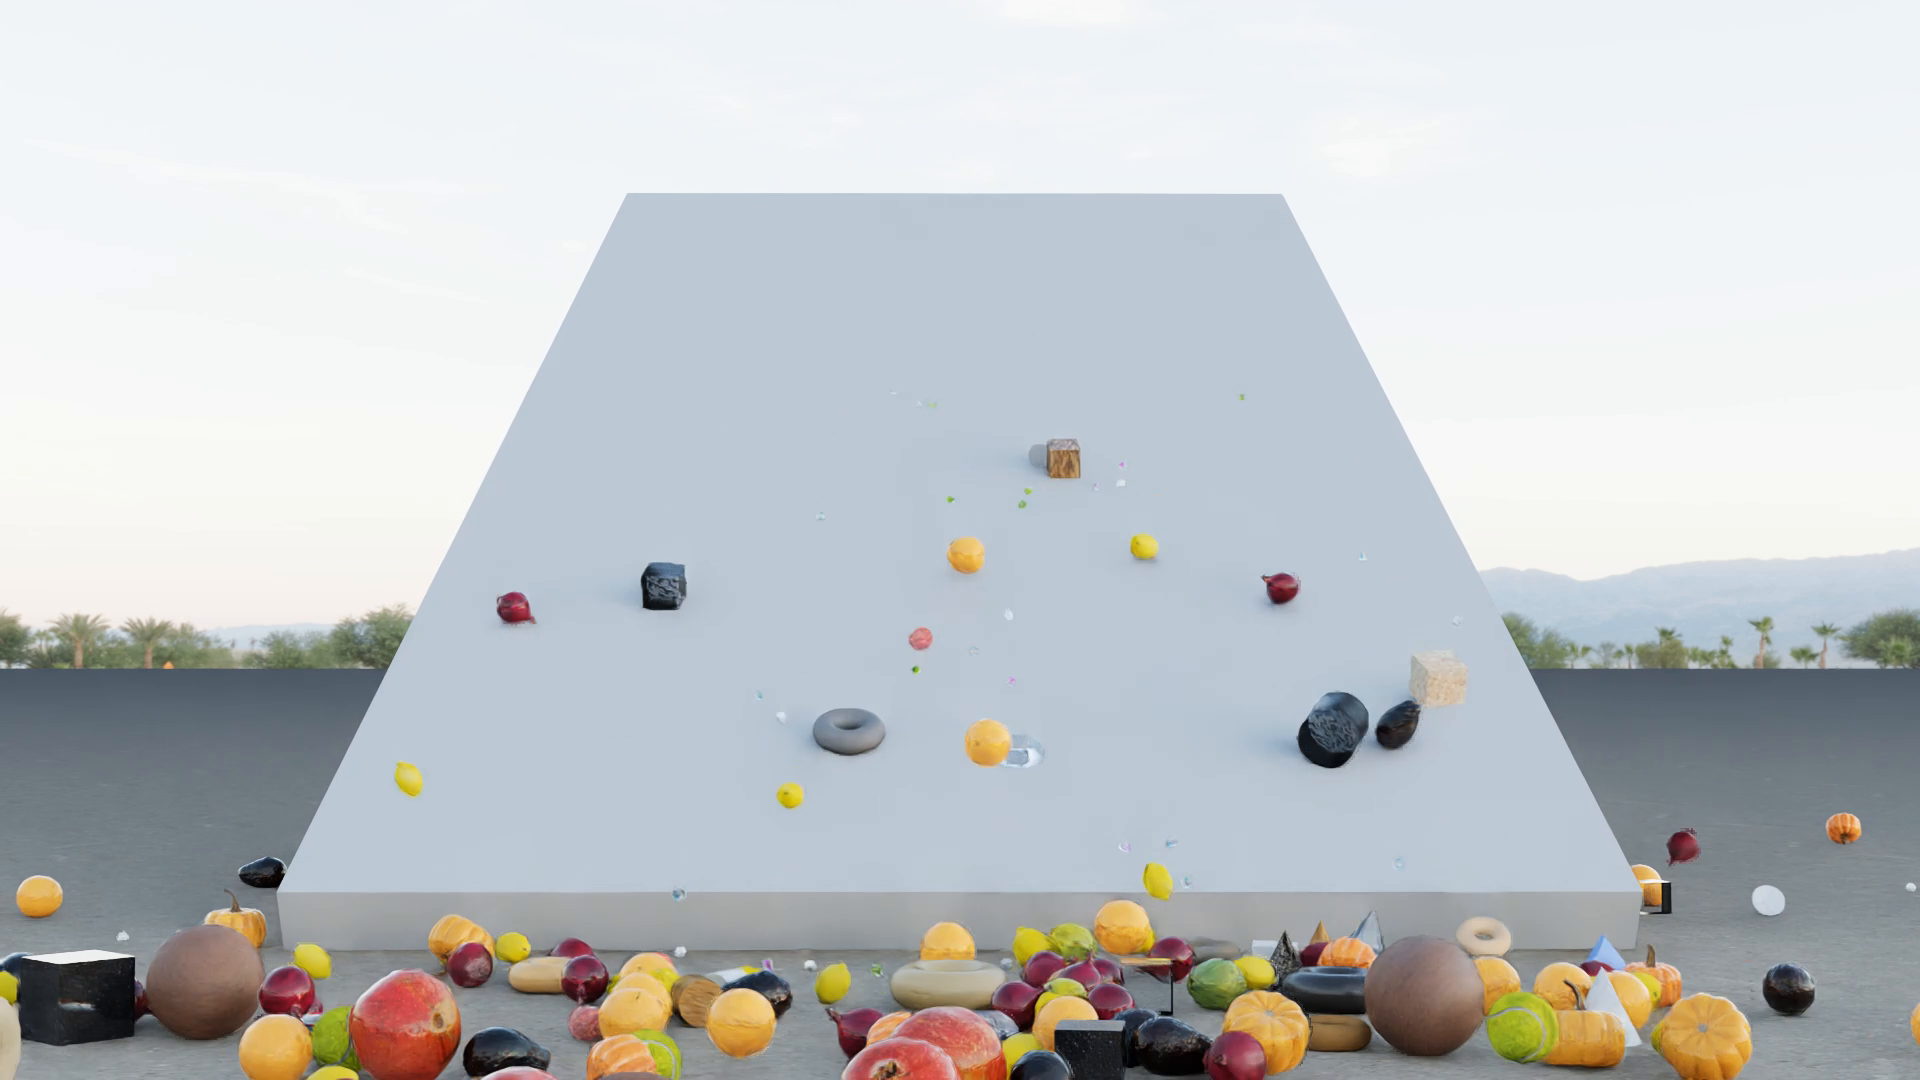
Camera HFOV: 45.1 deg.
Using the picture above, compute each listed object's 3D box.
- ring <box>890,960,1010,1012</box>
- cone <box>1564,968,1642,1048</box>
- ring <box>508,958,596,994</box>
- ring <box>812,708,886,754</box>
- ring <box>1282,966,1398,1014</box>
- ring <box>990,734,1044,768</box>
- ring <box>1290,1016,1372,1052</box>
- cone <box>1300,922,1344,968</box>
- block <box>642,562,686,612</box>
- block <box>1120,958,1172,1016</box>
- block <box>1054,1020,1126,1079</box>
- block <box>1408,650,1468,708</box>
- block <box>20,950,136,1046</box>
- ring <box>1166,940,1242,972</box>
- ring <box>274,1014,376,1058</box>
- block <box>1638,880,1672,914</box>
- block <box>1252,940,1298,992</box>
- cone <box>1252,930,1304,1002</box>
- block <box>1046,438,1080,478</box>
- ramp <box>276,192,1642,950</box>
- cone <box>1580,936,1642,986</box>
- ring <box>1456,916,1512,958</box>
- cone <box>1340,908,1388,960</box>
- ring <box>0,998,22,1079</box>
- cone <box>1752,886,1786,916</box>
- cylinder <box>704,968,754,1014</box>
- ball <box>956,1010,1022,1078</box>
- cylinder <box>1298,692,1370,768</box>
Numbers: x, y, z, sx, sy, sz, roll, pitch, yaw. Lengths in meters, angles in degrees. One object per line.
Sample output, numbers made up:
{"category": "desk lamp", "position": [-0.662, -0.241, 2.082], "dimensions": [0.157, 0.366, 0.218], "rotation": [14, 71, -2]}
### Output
{"category": "ring", "position": [-0.013, 0.553, 2.873], "dimensions": [0.148, 0.049, 0.148], "rotation": [0, -2, 0]}
{"category": "cone", "position": [0.723, 0.522, 2.604], "dimensions": [0.084, 0.084, 0.084], "rotation": [0, -3, 0]}
{"category": "ring", "position": [-0.531, 0.567, 3.012], "dimensions": [0.114, 0.038, 0.114], "rotation": [1, -3, 0]}
{"category": "ring", "position": [-0.183, 0.314, 3.806], "dimensions": [0.120, 0.040, 0.120], "rotation": [1, 23, -1]}
{"category": "ring", "position": [0.468, 0.554, 2.850], "dimensions": [0.141, 0.047, 0.141], "rotation": [0, -4, 0]}
{"category": "ring", "position": [0.093, 0.342, 3.754], "dimensions": [0.088, 0.029, 0.088], "rotation": [1, 23, 0]}
{"category": "ring", "position": [0.411, 0.547, 2.564], "dimensions": [0.089, 0.030, 0.089], "rotation": [-1, -2, 0]}
{"category": "cone", "position": [0.484, 0.551, 3.106], "dimensions": [0.079, 0.079, 0.079], "rotation": [0, -3, 0]}
{"category": "block", "position": [-0.550, 0.086, 4.301], "dimensions": [0.066, 0.066, 0.066], "rotation": [3, 23, 7]}
{"category": "block", "position": [0.227, 0.545, 2.819], "dimensions": [0.061, 0.061, 0.061], "rotation": [0, -3, 2]}
{"category": "block", "position": [0.129, 0.514, 2.293], "dimensions": [0.066, 0.066, 0.066], "rotation": [0, -3, 7]}
{"category": "block", "position": [0.816, 0.237, 3.949], "dimensions": [0.071, 0.071, 0.071], "rotation": [-5, 24, -12]}
{"category": "block", "position": [-1.004, 0.520, 2.631], "dimensions": [0.091, 0.091, 0.091], "rotation": [-3, -4, 42]}
{"category": "ring", "position": [0.338, 0.577, 3.211], "dimensions": [0.106, 0.035, 0.106], "rotation": [-1, -1, 0]}
{"category": "ring", "position": [-0.693, 0.542, 2.529], "dimensions": [0.109, 0.036, 0.109], "rotation": [1, -3, 0]}
{"category": "block", "position": [1.173, 0.608, 3.941], "dimensions": [0.053, 0.053, 0.053], "rotation": [1, -3, -16]}
{"category": "block", "position": [0.410, 0.556, 3.013], "dimensions": [0.059, 0.059, 0.059], "rotation": [0, -3, 8]}
{"category": "cone", "position": [0.413, 0.538, 2.940], "dimensions": [0.086, 0.086, 0.086], "rotation": [0, -3, 0]}
{"category": "block", "position": [0.220, -0.173, 4.915], "dimensions": [0.064, 0.064, 0.064], "rotation": [-2, 23, -4]}
{"category": "ramp", "position": [-0.007, -0.226, 5.245], "dimensions": [2.000, 0.100, 4.000], "rotation": [0, 23, 0]}
{"category": "cone", "position": [0.868, 0.571, 3.057], "dimensions": [0.072, 0.072, 0.072], "rotation": [27, 2, 12]}
{"category": "ring", "position": [0.746, 0.566, 3.294], "dimensions": [0.077, 0.026, 0.077], "rotation": [0, 32, 0]}
{"category": "cone", "position": [0.570, 0.544, 3.222], "dimensions": [0.067, 0.067, 0.067], "rotation": [15, -14, 4]}
{"category": "ring", "position": [-0.893, 0.469, 2.068], "dimensions": [0.045, 0.136, 0.136], "rotation": [12, 0, 13]}
{"category": "cone", "position": [1.367, 0.621, 3.927], "dimensions": [0.054, 0.054, 0.054], "rotation": [0, -30, 6]}
{"category": "cylinder", "position": [-0.286, 0.548, 2.808], "dimensions": [0.052, 0.052, 0.052], "rotation": [-1, -3, 26]}
{"category": "ball", "position": [0.029, 0.517, 2.377], "dimensions": [0.068, 0.068, 0.068], "rotation": [0, -3, 0]}
{"category": "cylinder", "position": [0.607, 0.307, 3.756], "dimensions": [0.093, 0.093, 0.093], "rotation": [-2, 20, 27]}
